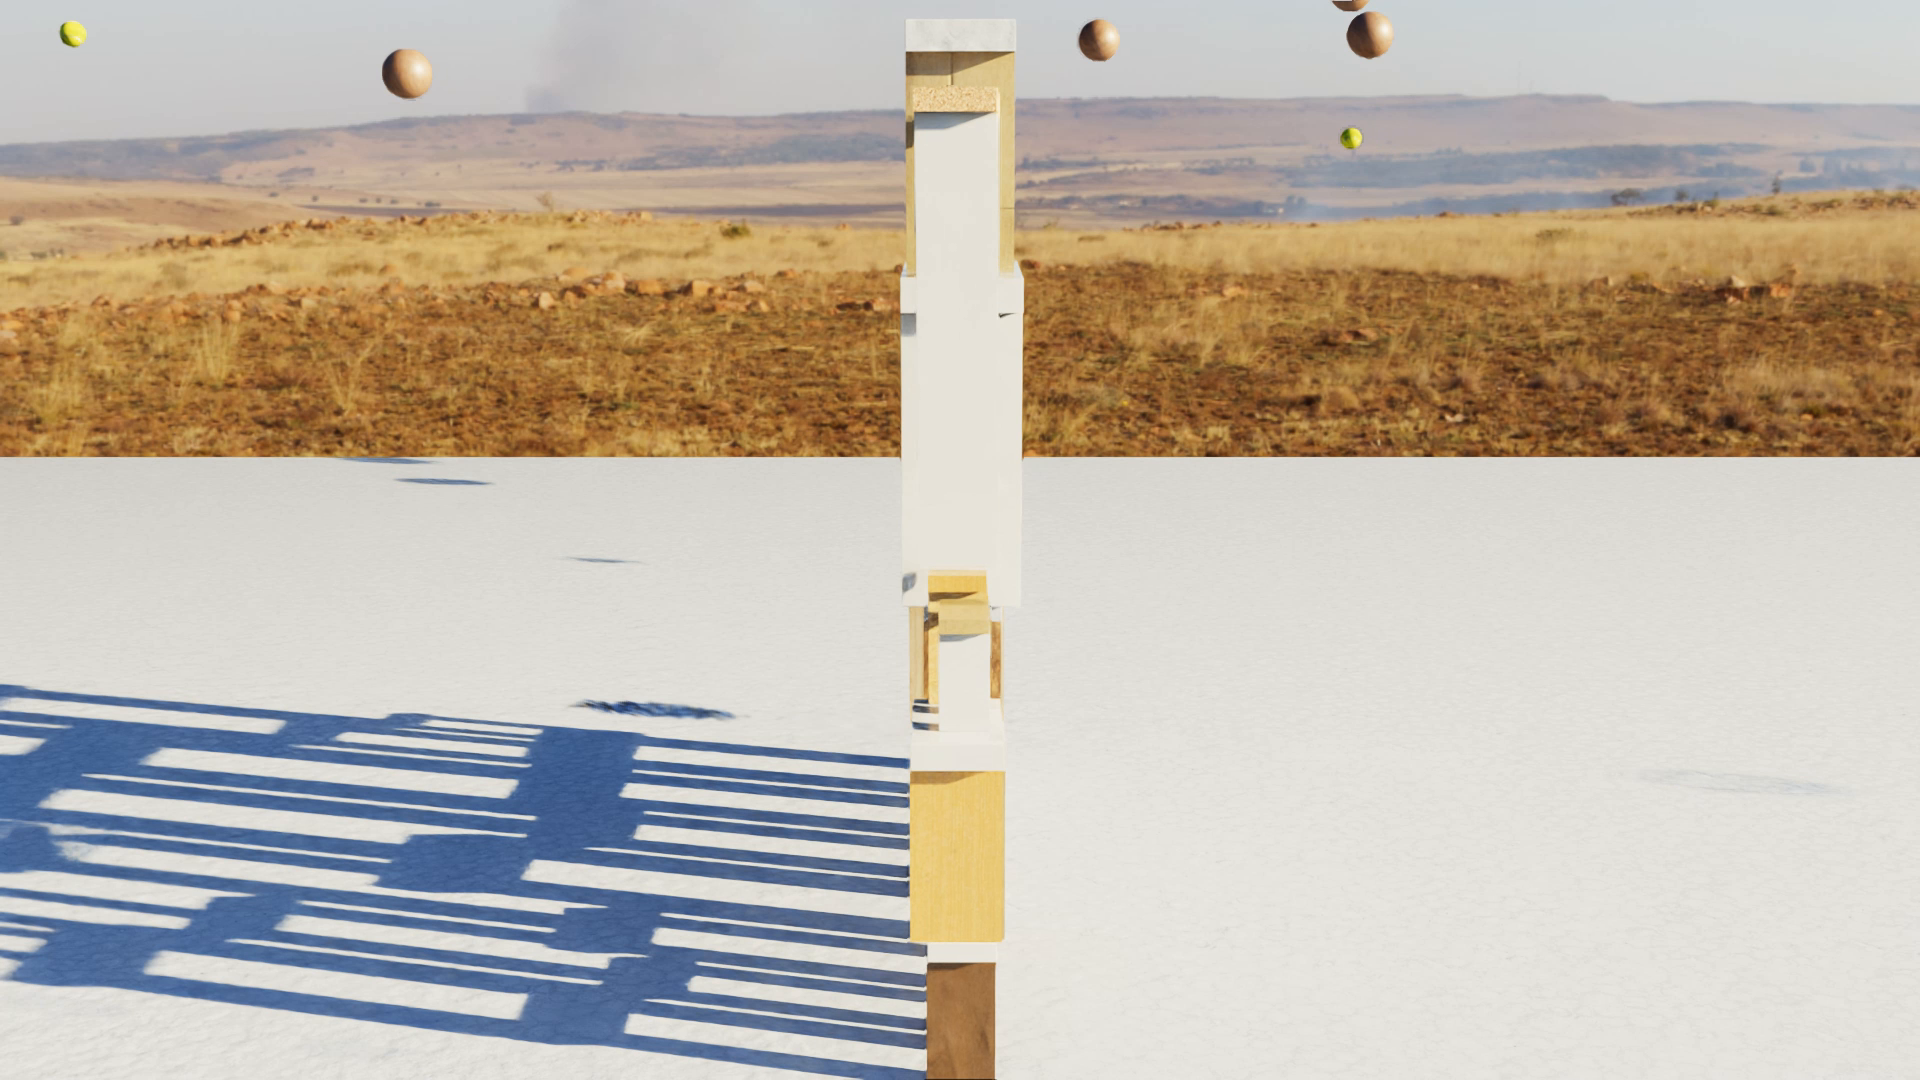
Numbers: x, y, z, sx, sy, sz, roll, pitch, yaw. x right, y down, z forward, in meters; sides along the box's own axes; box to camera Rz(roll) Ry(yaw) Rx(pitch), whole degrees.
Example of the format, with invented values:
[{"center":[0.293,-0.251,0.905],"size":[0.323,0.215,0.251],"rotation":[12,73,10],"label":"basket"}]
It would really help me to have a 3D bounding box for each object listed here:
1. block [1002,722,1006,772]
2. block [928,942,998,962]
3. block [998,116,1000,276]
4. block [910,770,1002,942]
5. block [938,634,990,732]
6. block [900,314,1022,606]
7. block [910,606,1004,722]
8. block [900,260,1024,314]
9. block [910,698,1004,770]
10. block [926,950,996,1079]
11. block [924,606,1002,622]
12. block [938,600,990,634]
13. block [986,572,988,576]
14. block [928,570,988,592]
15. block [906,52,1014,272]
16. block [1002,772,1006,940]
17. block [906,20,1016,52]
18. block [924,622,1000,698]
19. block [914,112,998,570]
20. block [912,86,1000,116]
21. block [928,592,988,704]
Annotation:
[{"center":[0.000,0.311,3.515],"size":[0.141,0.040,0.283],"rotation":[0,11,0],"label":"block"},{"center":[0.003,0.523,2.961],"size":[0.091,0.026,0.182],"rotation":[0,10,0],"label":"block"},{"center":[0.000,-0.476,3.052],"size":[0.109,0.218,0.031],"rotation":[0,9,0],"label":"block"},{"center":[-0.005,0.405,2.870],"size":[0.119,0.238,0.034],"rotation":[0,10,1],"label":"block"},{"center":[0.006,0.183,2.867],"size":[0.066,0.132,0.019],"rotation":[0,10,0],"label":"block"},{"center":[0.002,-0.117,3.145],"size":[0.171,0.424,0.048],"rotation":[0,11,0],"label":"block"},{"center":[-0.005,0.139,3.503],"size":[0.151,0.301,0.043],"rotation":[0,11,0],"label":"block"},{"center":[0.002,-0.372,3.211],"size":[0.171,0.048,0.341],"rotation":[0,11,0],"label":"block"},{"center":[-0.004,0.257,2.924],"size":[0.119,0.034,0.238],"rotation":[0,10,0],"label":"block"},{"center":[0.002,0.636,2.922],"size":[0.091,0.182,0.026],"rotation":[0,9,1],"label":"block"},{"center":[0.003,0.055,3.311],"size":[0.114,0.032,0.229],"rotation":[0,26,0],"label":"block"},{"center":[0.005,0.100,2.898],"size":[0.066,0.019,0.132],"rotation":[0,10,0],"label":"block"},{"center":[-0.002,0.156,3.112],"size":[0.080,0.224,0.023],"rotation":[0,10,0],"label":"block"},{"center":[-0.003,0.044,3.039],"size":[0.080,0.023,0.160],"rotation":[0,11,0],"label":"block"},{"center":[0.000,-0.537,3.131],"size":[0.153,0.307,0.043],"rotation":[0,11,0],"label":"block"},{"center":[0.000,0.487,3.452],"size":[0.141,0.283,0.040],"rotation":[0,11,0],"label":"block"},{"center":[0.000,-0.730,3.199],"size":[0.153,0.043,0.307],"rotation":[0,11,0],"label":"block"},{"center":[0.003,0.275,3.280],"size":[0.114,0.342,0.032],"rotation":[0,10,0],"label":"block"},{"center":[-0.004,-0.262,2.951],"size":[0.109,0.611,0.031],"rotation":[0,11,0],"label":"block"},{"center":[-0.003,-0.589,2.962],"size":[0.109,0.031,0.218],"rotation":[0,9,2],"label":"block"},{"center":[-0.002,0.144,3.004],"size":[0.080,0.160,0.023],"rotation":[0,10,0],"label":"block"}]
